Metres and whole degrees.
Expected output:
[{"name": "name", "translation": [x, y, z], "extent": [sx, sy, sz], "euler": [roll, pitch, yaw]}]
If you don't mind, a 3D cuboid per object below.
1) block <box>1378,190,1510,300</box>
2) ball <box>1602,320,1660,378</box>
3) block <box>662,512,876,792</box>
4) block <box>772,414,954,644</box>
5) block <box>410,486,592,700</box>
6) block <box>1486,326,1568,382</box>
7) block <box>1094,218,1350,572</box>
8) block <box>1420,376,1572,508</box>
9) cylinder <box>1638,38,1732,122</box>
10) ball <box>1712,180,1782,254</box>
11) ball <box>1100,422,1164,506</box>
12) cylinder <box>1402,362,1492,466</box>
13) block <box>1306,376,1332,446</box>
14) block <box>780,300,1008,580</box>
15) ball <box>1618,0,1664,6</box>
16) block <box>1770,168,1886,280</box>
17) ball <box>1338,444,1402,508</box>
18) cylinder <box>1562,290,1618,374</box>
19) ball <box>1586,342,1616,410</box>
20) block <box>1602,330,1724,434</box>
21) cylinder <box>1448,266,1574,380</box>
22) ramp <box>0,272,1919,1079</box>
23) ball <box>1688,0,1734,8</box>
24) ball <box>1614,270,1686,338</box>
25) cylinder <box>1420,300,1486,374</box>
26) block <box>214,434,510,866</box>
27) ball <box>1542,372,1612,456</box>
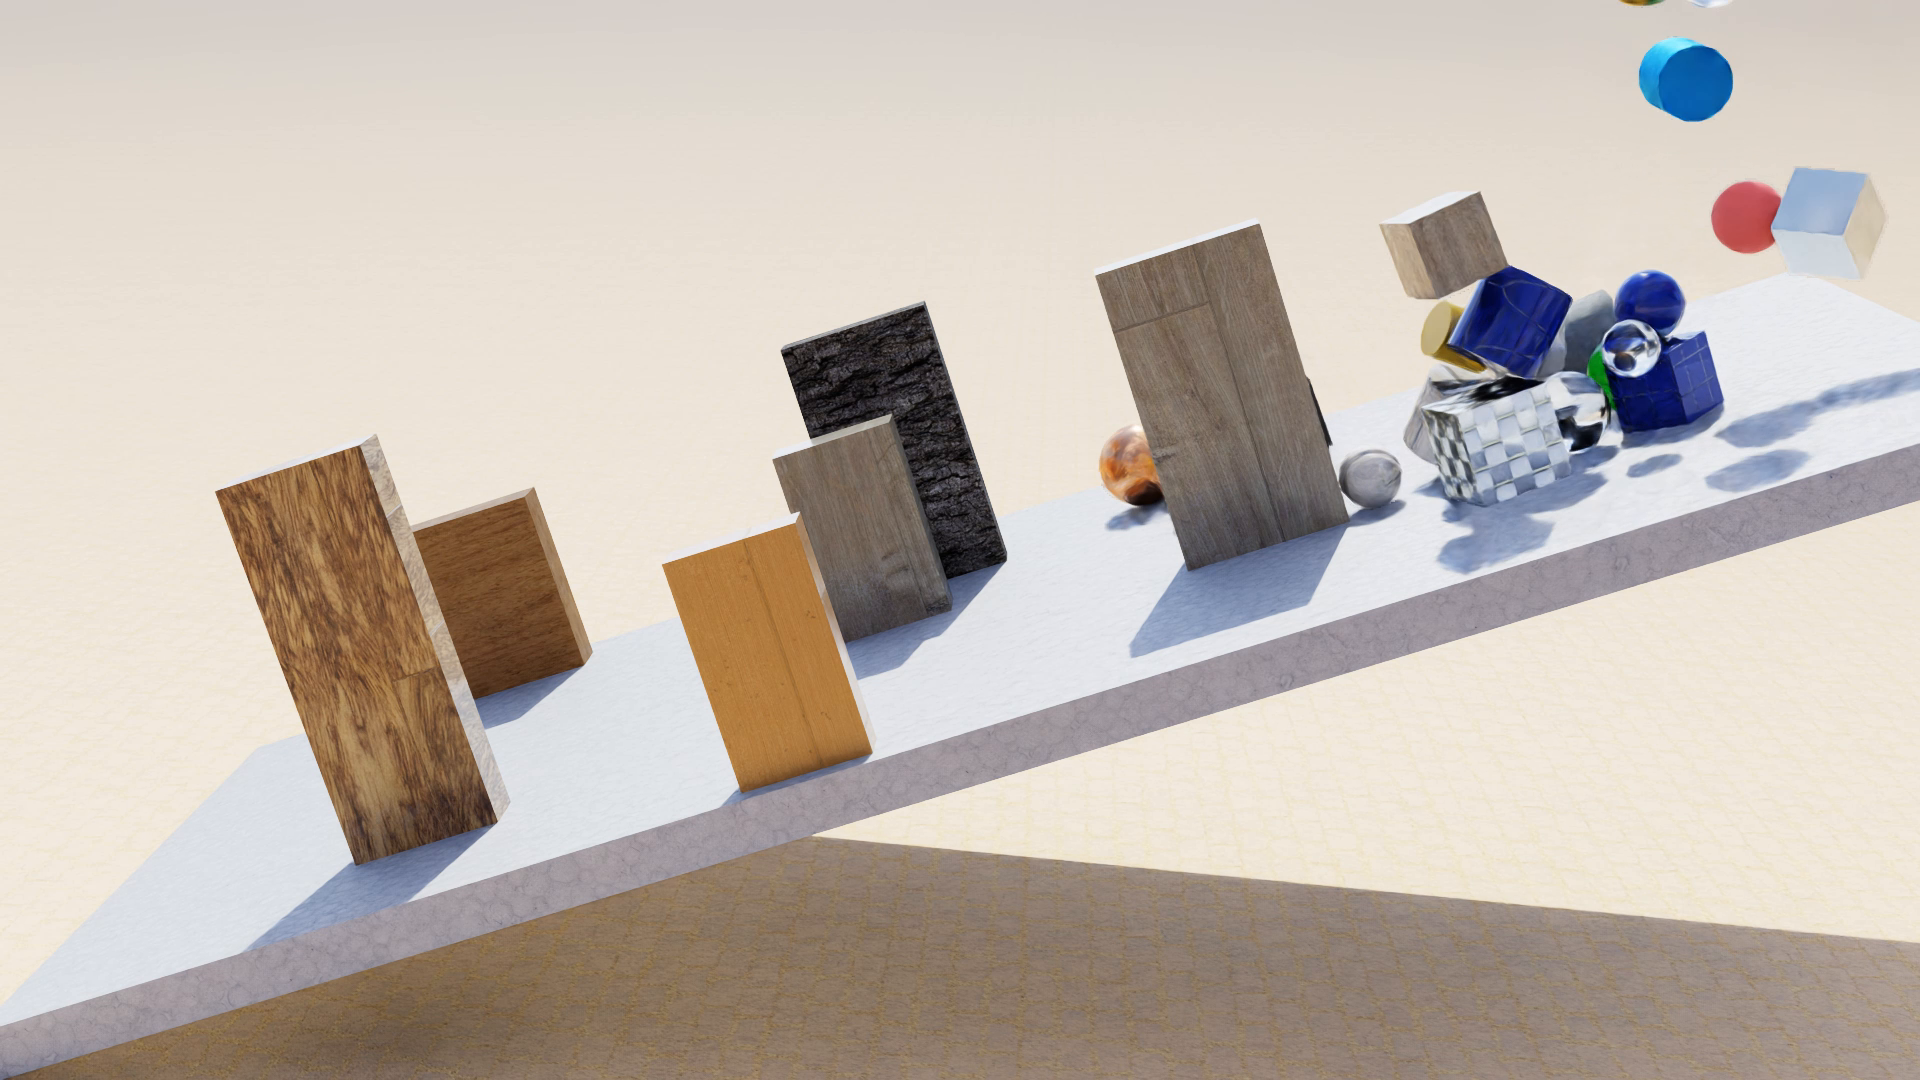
[{"name": "block", "translation": [0.949, -0.579, 5.773], "extent": [0.160, 0.160, 0.160], "euler": [-25, 11, -9]}, {"name": "ball", "translation": [1.314, -0.375, 5.762], "extent": [0.114, 0.114, 0.114], "euler": [0, 12, 0]}, {"name": "block", "translation": [-0.349, 0.207, 5.419], "extent": [0.256, 0.452, 0.105], "euler": [-17, 10, 5]}, {"name": "block", "translation": [-0.210, -0.022, 6.421], "extent": [0.266, 0.434, 0.120], "euler": [-17, 10, 5]}, {"name": "block", "translation": [-1.139, 0.138, 7.172], "extent": [0.346, 0.436, 0.134], "euler": [-17, 10, 5]}, {"name": "block", "translation": [1.183, -0.402, 6.169], "extent": [0.142, 0.142, 0.142], "euler": [-2, 50, 1]}, {"name": "block", "translation": [0.535, -0.296, 6.004], "extent": [0.345, 0.638, 0.113], "euler": [-17, 10, 5]}, {"name": "block", "translation": [1.061, -0.196, 5.822], "extent": [0.193, 0.193, 0.193], "euler": [-20, 11, -10]}, {"name": "cylinder", "translation": [1.495, -0.950, 6.062], "extent": [0.155, 0.155, 0.155], "euler": [0, 16, -2]}, {"name": "ball", "translation": [1.587, -0.650, 5.915], "extent": [0.147, 0.147, 0.147], "euler": [0, 12, 0]}, {"name": "ball", "translation": [0.419, -0.175, 6.809], "extent": [0.192, 0.192, 0.192], "euler": [0, 12, 0]}, {"name": "cylinder", "translation": [1.018, -0.258, 6.095], "extent": [0.158, 0.158, 0.158], "euler": [13, 35, -9]}, {"name": "block", "translation": [0.721, -0.264, 6.790], "extent": [0.169, 0.169, 0.169], "euler": [-27, 13, -25]}, {"name": "block", "translation": [-0.148, -0.198, 6.718], "extent": [0.340, 0.617, 0.083], "euler": [-17, 10, 5]}, {"name": "ball", "translation": [1.383, -1.180, 5.956], "extent": [0.195, 0.195, 0.195], "euler": [0, 12, 0]}, {"name": "block", "translation": [1.730, -0.630, 5.857], "extent": [0.151, 0.151, 0.151], "euler": [11, -24, 38]}, {"name": "ball", "translation": [0.842, -0.131, 6.031], "extent": [0.130, 0.130, 0.130], "euler": [0, 12, 0]}, {"name": "cylinder", "translation": [1.350, -0.418, 6.409], "extent": [0.192, 0.192, 0.192], "euler": [-26, 12, 1]}, {"name": "ball", "translation": [1.387, -0.349, 6.133], "extent": [0.159, 0.159, 0.159], "euler": [0, 12, 0]}, {"name": "block", "translation": [1.425, -0.320, 5.955], "extent": [0.152, 0.152, 0.152], "euler": [-8, 15, 45]}, {"name": "cylinder", "translation": [1.101, -0.435, 5.888], "extent": [0.187, 0.187, 0.187], "euler": [26, 3, -1]}, {"name": "ramp", "translation": [0.101, 0.183, 6.310], "extent": [4.000, 0.100, 2.000], "euler": [-17, 10, 5]}, {"name": "ball", "translation": [1.442, -1.092, 5.642], "extent": [0.142, 0.142, 0.142], "euler": [0, 12, 0]}, {"name": "ball", "translation": [1.405, -0.479, 5.990], "extent": [0.144, 0.144, 0.144], "euler": [0, 12, 0]}, {"name": "cylinder", "translation": [1.027, -0.416, 6.034], "extent": [0.120, 0.120, 0.120], "euler": [18, 6, -17]}, {"name": "block", "translation": [-1.177, 0.218, 5.828], "extent": [0.302, 0.795, 0.139], "euler": [-17, 10, 5]}, {"name": "ball", "translation": [1.224, -0.255, 5.917], "extent": [0.169, 0.169, 0.169], "euler": [0, 12, 0]}]
